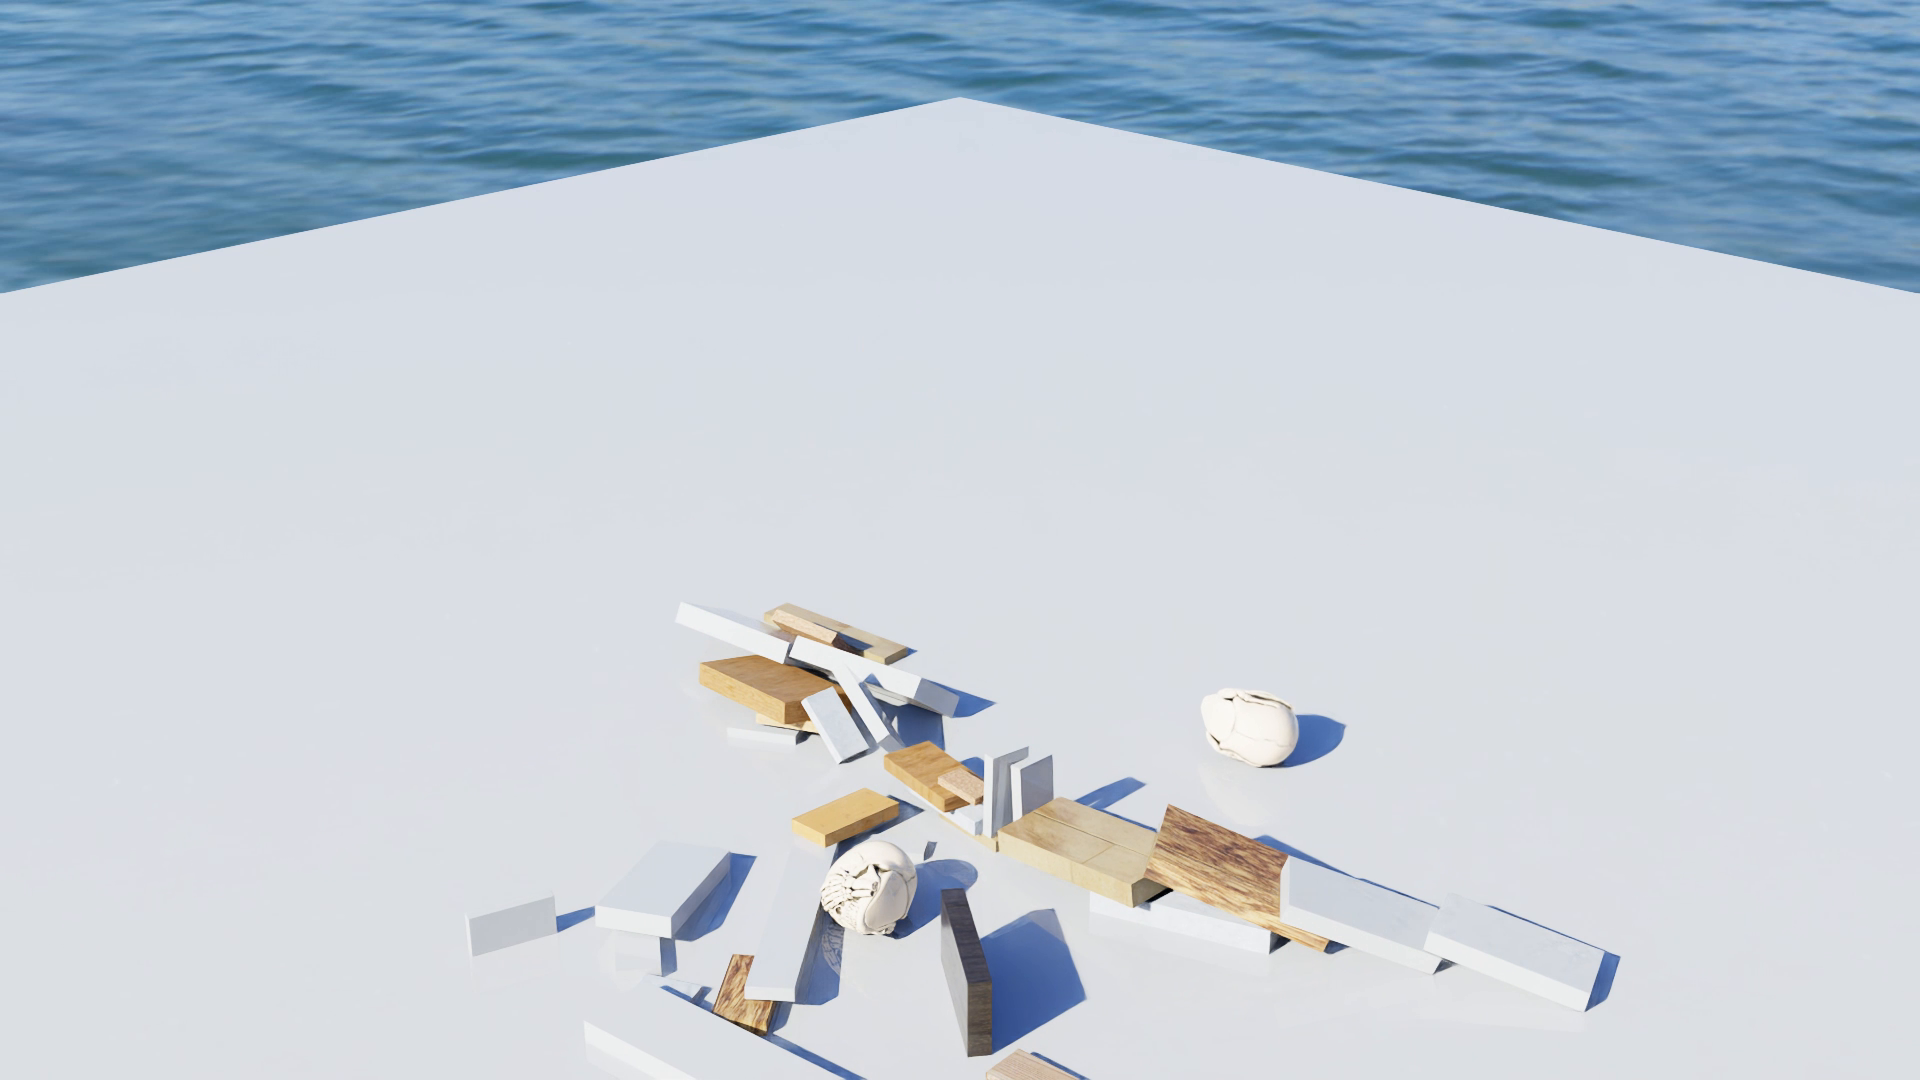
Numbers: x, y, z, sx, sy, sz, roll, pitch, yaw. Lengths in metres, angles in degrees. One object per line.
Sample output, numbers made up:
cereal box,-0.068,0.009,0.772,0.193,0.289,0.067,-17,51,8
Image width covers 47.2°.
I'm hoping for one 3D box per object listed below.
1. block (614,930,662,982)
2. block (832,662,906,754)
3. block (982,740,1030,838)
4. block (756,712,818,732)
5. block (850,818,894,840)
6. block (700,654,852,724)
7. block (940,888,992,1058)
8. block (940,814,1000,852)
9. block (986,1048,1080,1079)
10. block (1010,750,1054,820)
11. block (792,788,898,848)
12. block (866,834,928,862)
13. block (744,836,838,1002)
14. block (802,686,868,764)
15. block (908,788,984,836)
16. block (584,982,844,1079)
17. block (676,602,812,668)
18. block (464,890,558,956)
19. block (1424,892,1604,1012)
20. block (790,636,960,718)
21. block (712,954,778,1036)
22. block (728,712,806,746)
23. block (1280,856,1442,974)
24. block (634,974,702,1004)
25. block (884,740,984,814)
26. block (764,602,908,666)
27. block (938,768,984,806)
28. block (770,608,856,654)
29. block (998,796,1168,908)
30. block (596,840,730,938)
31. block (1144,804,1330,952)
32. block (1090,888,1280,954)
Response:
block,-0.584,0.742,3.982,0.081,0.023,0.161,-4,23,-8
block,-0.188,0.367,4.670,0.031,0.111,0.221,-38,52,2
block,0.090,0.490,4.312,0.090,0.179,0.025,-16,29,-34
block,-0.354,0.386,4.752,0.155,0.022,0.077,7,13,18
block,-0.189,0.562,4.415,0.057,0.016,0.114,20,30,39
block,-0.410,0.326,4.847,0.174,0.049,0.347,-7,16,-37
block,0.010,0.746,3.814,0.042,0.148,0.295,-4,23,-8
block,0.049,0.564,4.399,0.090,0.025,0.179,-18,29,-35
block,0.136,0.899,3.612,0.173,0.024,0.086,19,29,37
block,0.144,0.513,4.321,0.090,0.179,0.025,-20,26,-39
block,-0.227,0.551,4.372,0.099,0.028,0.198,19,27,42
block,-0.123,0.604,4.317,0.114,0.016,0.057,4,23,9
block,-0.305,0.689,4.057,0.086,0.024,0.568,2,19,4
block,-0.266,0.394,4.678,0.077,0.022,0.155,-21,73,-40
block,0.006,0.520,4.429,0.111,0.031,0.221,-16,28,-34
block,-0.399,0.871,3.655,0.492,0.042,0.148,17,28,34
block,-0.472,0.222,5.081,0.347,0.049,0.174,18,2,36
block,-0.818,0.699,4.010,0.161,0.081,0.023,-12,26,-26
block,0.987,0.732,3.919,0.291,0.041,0.145,20,28,18
block,-0.190,0.302,4.865,0.347,0.049,0.174,16,-9,33
block,-0.369,0.795,3.851,0.099,0.028,0.198,2,23,6
block,-0.418,0.409,4.770,0.155,0.022,0.077,6,24,14
block,0.723,0.677,3.976,0.291,0.041,0.145,20,30,-2
block,-0.514,0.795,3.868,0.110,0.016,0.055,8,24,19
block,-0.048,0.478,4.449,0.111,0.031,0.221,-15,27,-31
block,-0.297,0.222,5.208,0.387,0.023,0.081,18,29,36
block,0.015,0.489,4.361,0.057,0.016,0.114,-18,29,-36
block,-0.340,0.224,5.114,0.198,0.099,0.028,19,70,38
block,0.257,0.590,4.187,0.175,0.049,0.349,-23,26,-38
block,-0.555,0.652,4.133,0.148,0.042,0.295,6,18,14
block,0.521,0.619,4.038,0.349,0.049,0.175,23,30,4
block,0.438,0.670,4.118,0.349,0.049,0.175,10,25,23
